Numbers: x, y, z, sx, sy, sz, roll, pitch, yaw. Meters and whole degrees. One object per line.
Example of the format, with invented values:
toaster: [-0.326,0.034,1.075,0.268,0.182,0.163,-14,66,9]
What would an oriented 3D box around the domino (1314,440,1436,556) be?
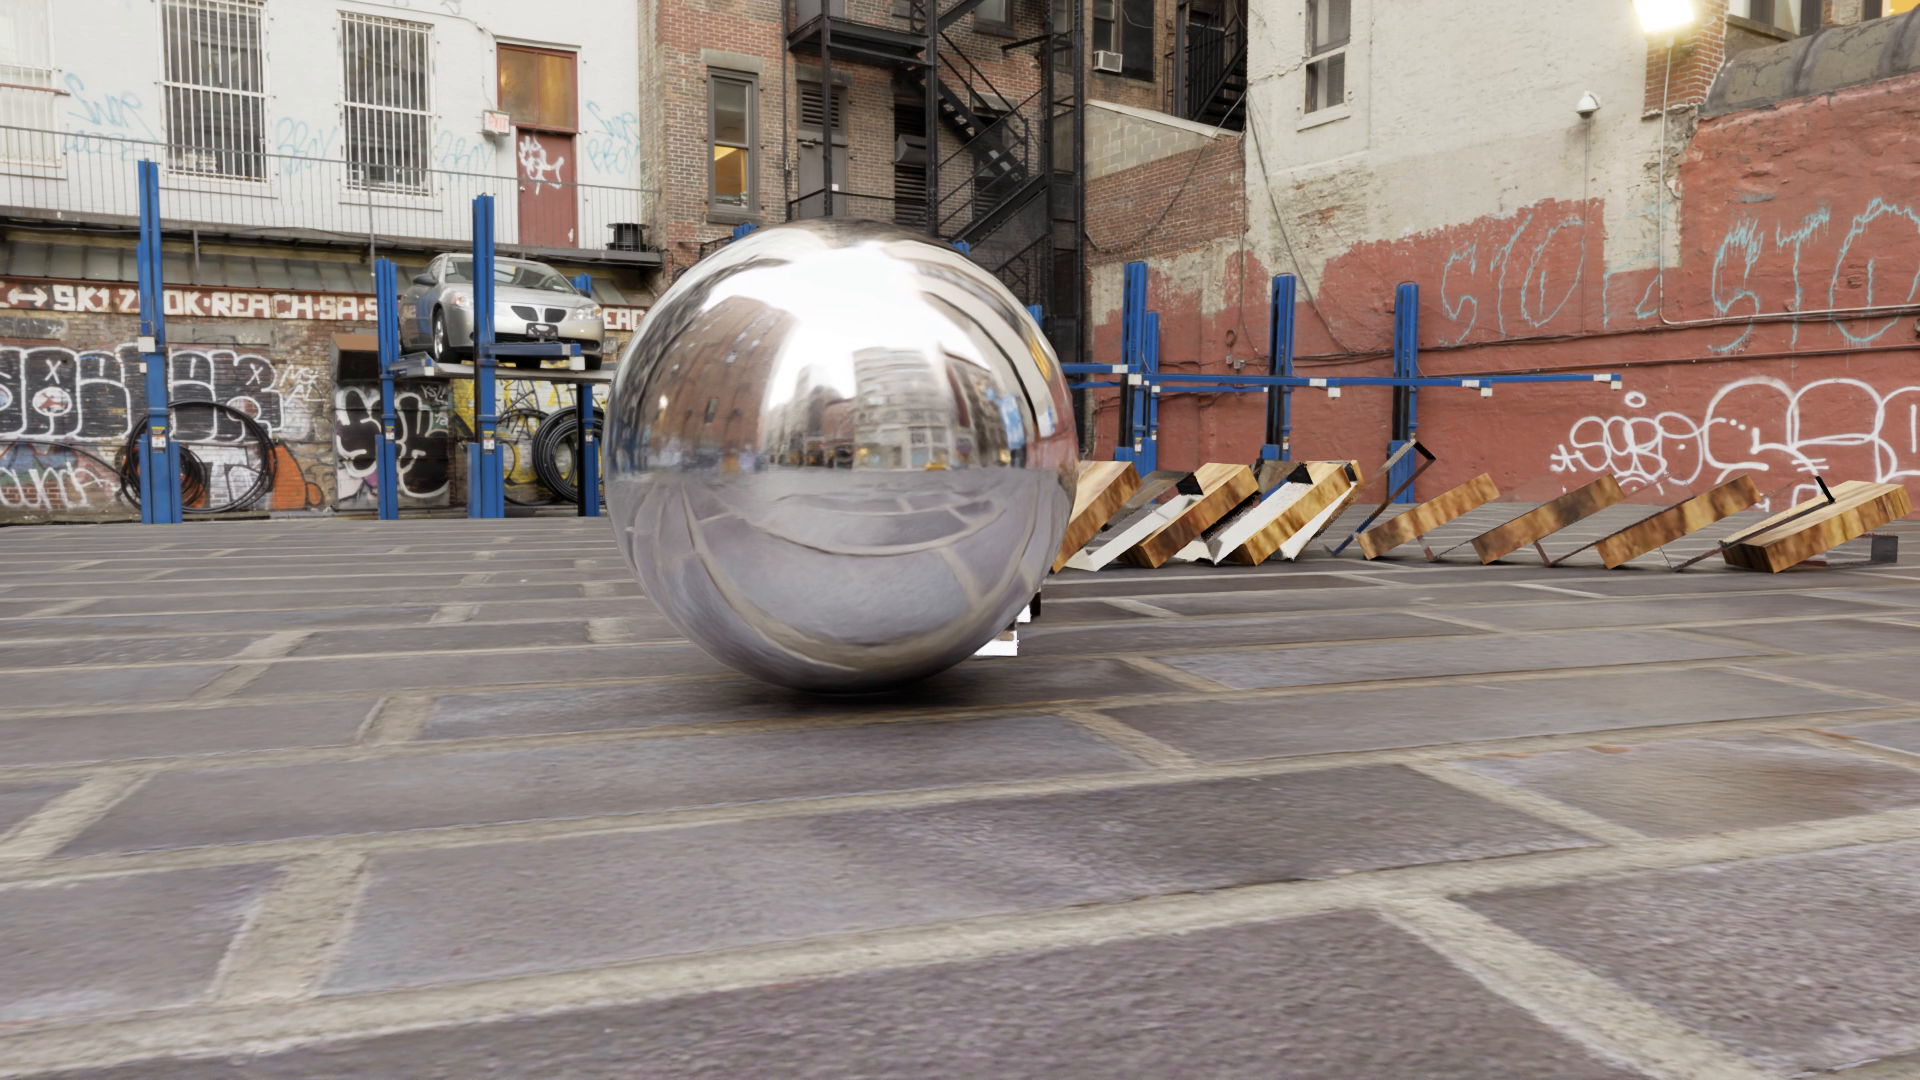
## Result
domino: [0.155,-0.016,0.484,0.010,0.050,0.025,45,8,5]

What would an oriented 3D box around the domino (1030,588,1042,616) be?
domino: [0.008,-0.004,0.332,0.025,0.050,0.009,0,-38,2]

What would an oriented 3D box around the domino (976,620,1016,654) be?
domino: [-0.001,0.000,0.270,0.025,0.050,0.009,0,-34,2]

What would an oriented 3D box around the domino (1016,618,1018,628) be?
domino: [0.001,-0.003,0.306,0.025,0.050,0.009,0,-34,2]

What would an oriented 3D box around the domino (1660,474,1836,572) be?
domino: [0.260,-0.006,0.427,0.050,0.010,0.025,-30,-10,26]

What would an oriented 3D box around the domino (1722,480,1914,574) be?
domino: [0.288,-0.005,0.434,0.050,0.010,0.025,-24,7,0]

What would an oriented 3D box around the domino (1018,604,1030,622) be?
domino: [0.005,-0.004,0.318,0.025,0.050,0.010,0,-34,2]

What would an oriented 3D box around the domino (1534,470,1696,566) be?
domino: [0.225,-0.007,0.442,0.050,0.010,0.025,-31,-10,26]

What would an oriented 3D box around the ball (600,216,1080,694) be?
ball: [-0.020,-0.014,0.219,0.080,0.080,0.080,0,4,0]

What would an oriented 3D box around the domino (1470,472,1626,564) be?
domino: [0.207,-0.008,0.453,0.050,0.010,0.025,-30,-10,25]

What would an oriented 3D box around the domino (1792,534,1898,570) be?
domino: [0.309,0.003,0.459,0.050,0.009,0.025,-3,5,-31]

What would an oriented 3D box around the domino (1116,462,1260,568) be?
domino: [0.079,-0.009,0.454,0.050,0.009,0.025,-36,18,-16]

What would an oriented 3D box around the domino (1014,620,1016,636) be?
domino: [0.000,-0.002,0.294,0.025,0.050,0.010,0,-34,2]

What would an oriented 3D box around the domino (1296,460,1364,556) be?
domino: [0.133,-0.013,0.500,0.050,0.009,0.025,-42,26,-29]

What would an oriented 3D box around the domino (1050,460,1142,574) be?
domino: [0.037,-0.009,0.440,0.050,0.010,0.025,-44,28,-28]

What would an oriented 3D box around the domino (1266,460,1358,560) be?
domino: [0.125,-0.012,0.482,0.025,0.010,0.050,3,38,50]

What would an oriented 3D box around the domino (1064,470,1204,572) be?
domino: [0.058,-0.007,0.447,0.050,0.010,0.025,-33,17,-19]

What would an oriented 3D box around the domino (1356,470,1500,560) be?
domino: [0.172,-0.009,0.472,0.050,0.010,0.025,-30,-7,22]

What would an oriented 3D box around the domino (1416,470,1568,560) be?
domino: [0.191,-0.009,0.461,0.050,0.010,0.025,-30,-10,25]

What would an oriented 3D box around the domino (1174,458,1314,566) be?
domino: [0.099,-0.011,0.459,0.050,0.009,0.025,-37,20,-18]

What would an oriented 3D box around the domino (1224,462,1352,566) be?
domino: [0.115,-0.010,0.464,0.050,0.010,0.025,-37,20,-18]

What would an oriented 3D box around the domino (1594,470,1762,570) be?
domino: [0.243,-0.007,0.434,0.050,0.010,0.025,-32,-11,29]

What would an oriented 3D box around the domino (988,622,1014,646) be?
domino: [-0.001,-0.001,0.282,0.025,0.050,0.009,0,-34,2]
